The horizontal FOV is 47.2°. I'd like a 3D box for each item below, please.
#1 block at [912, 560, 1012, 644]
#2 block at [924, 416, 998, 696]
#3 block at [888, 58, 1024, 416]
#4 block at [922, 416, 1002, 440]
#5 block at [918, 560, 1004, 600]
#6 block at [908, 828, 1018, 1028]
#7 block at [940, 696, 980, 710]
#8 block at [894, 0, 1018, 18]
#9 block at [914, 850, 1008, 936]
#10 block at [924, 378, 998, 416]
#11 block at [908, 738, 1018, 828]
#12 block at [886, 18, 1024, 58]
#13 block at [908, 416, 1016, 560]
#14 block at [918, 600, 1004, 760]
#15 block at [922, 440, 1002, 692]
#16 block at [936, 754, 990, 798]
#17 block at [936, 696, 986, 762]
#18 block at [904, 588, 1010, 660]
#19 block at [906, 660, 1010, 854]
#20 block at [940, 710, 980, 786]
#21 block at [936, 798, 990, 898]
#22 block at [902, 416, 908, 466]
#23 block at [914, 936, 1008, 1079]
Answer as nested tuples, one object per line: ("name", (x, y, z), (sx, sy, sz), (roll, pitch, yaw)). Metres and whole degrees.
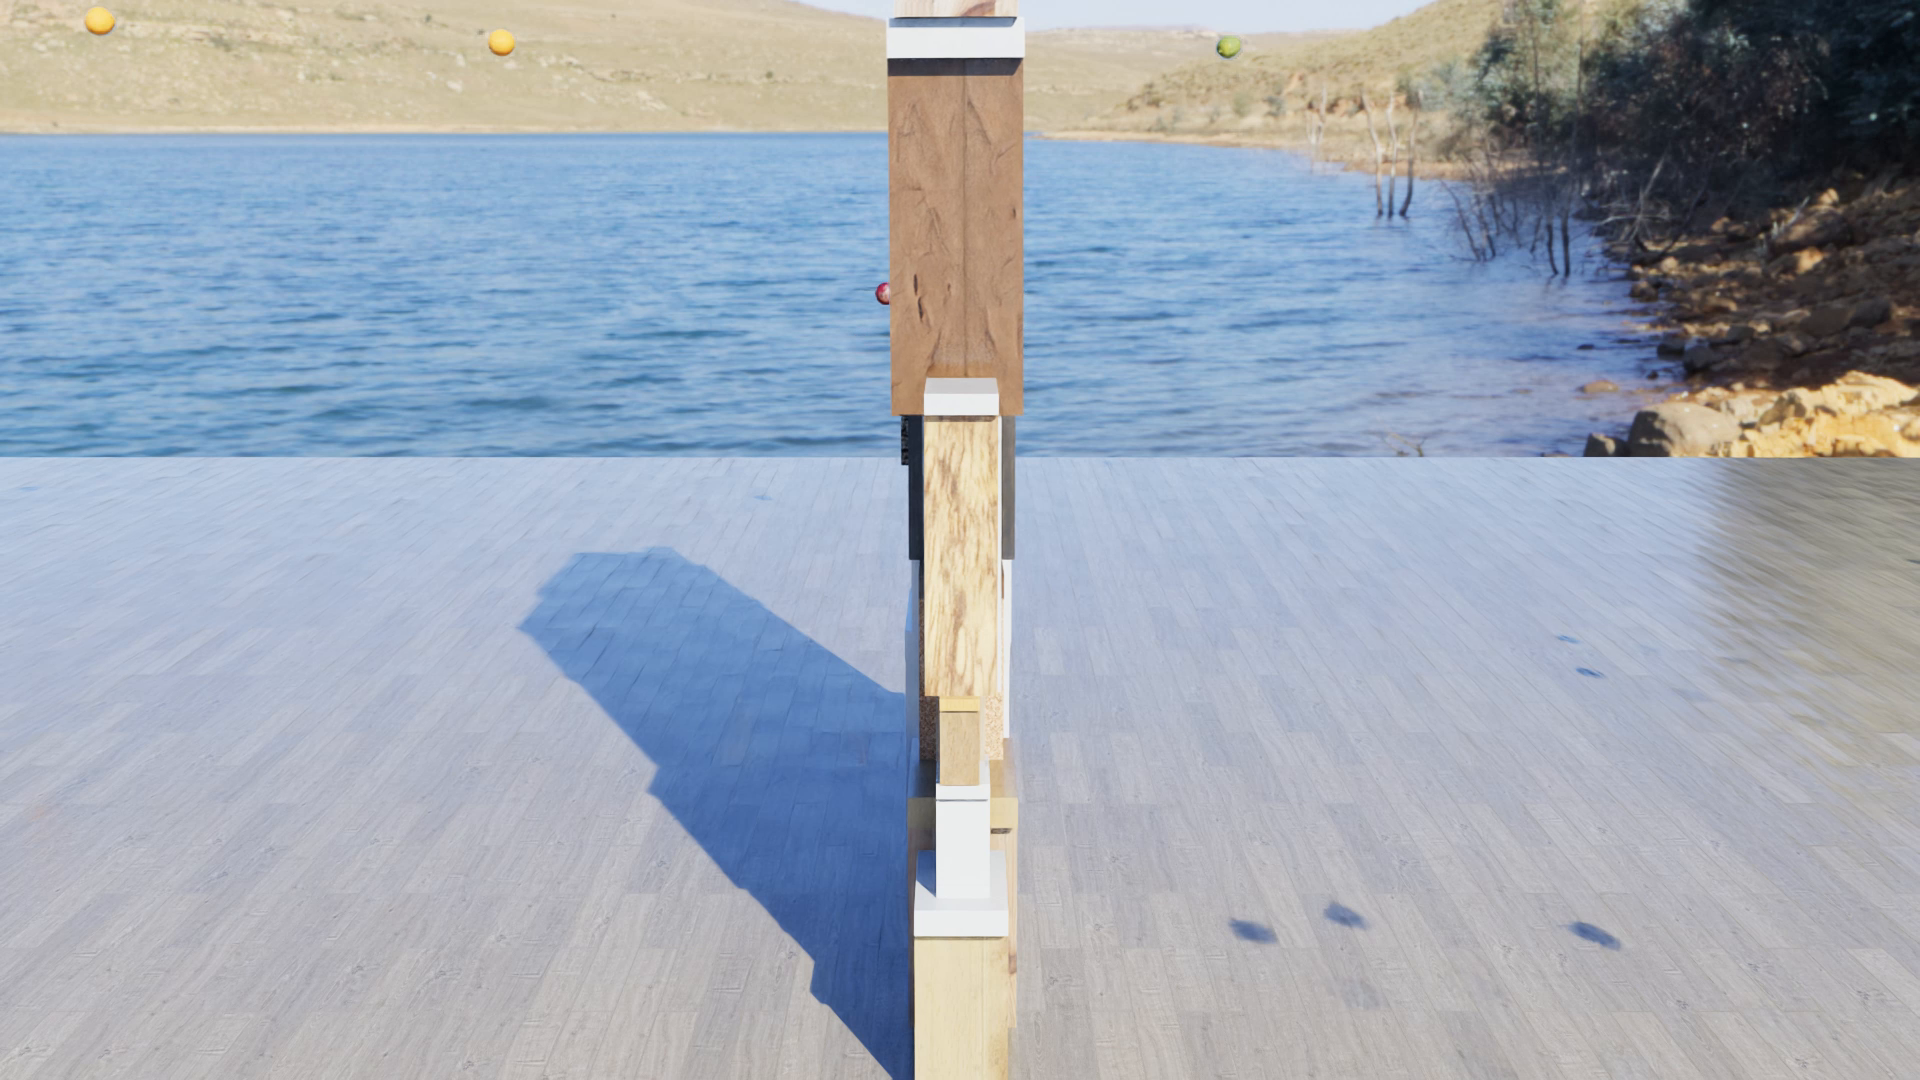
("block", (0.002, -0.081, 3.463), (0.157, 0.490, 0.044), (0, 11, 0))
("block", (0.002, 0.018, 2.768), (0.091, 0.360, 0.026), (0, 11, 0))
("block", (-0.005, -0.405, 2.961), (0.179, 0.473, 0.051), (0, 11, 0))
("block", (0.002, -0.169, 3.067), (0.107, 0.030, 0.213), (0, 11, 0))
("block", (0.002, 0.045, 3.260), (0.122, 0.035, 0.245), (0, 11, 0))
("block", (0.004, 0.538, 3.114), (0.153, 0.305, 0.043), (0, 11, 0))
("block", (0.000, 0.199, 2.820), (0.050, 0.014, 0.101), (0, 11, 0))
("block", (-0.006, -0.834, 2.822), (0.160, 0.320, 0.045), (0, 11, 0))
("block", (0.002, 0.467, 2.922), (0.120, 0.034, 0.240), (0, 11, 0))
("block", (0.002, -0.183, 2.793), (0.091, 0.026, 0.183), (0, 11, 0))
("block", (0.004, 0.348, 3.182), (0.153, 0.043, 0.305), (0, 11, 0))
("block", (-0.006, -0.685, 3.030), (0.179, 0.051, 0.358), (0, 10, 0))
("block", (0.002, -0.129, 3.241), (0.157, 0.314, 0.044), (0, 11, 0))
("block", (0.002, 0.197, 3.206), (0.122, 0.245, 0.035), (0, 11, 0))
("block", (0.003, 0.033, 3.032), (0.107, 0.355, 0.030), (0, 11, 0))
("block", (0.004, 0.309, 2.874), (0.069, 0.020, 0.138), (0, 11, 0))
("block", (0.001, 0.156, 2.891), (0.065, 0.274, 0.018), (0, 10, 0))
("block", (-0.004, 0.148, 3.943), (0.180, 0.051, 0.359), (0, 11, 0))
("block", (-0.004, 0.371, 3.862), (0.180, 0.359, 0.051), (0, 11, 0))
("block", (0.000, 0.262, 2.798), (0.050, 0.101, 0.014), (0, 11, 0))
("block", (0.004, 0.394, 2.843), (0.069, 0.138, 0.020), (0, 11, 0))
("block", (-0.006, -0.299, 3.542), (0.177, 0.354, 0.050), (0, 11, 0))
("block", (0.002, 0.617, 2.868), (0.120, 0.240, 0.034), (0, 11, 0))
